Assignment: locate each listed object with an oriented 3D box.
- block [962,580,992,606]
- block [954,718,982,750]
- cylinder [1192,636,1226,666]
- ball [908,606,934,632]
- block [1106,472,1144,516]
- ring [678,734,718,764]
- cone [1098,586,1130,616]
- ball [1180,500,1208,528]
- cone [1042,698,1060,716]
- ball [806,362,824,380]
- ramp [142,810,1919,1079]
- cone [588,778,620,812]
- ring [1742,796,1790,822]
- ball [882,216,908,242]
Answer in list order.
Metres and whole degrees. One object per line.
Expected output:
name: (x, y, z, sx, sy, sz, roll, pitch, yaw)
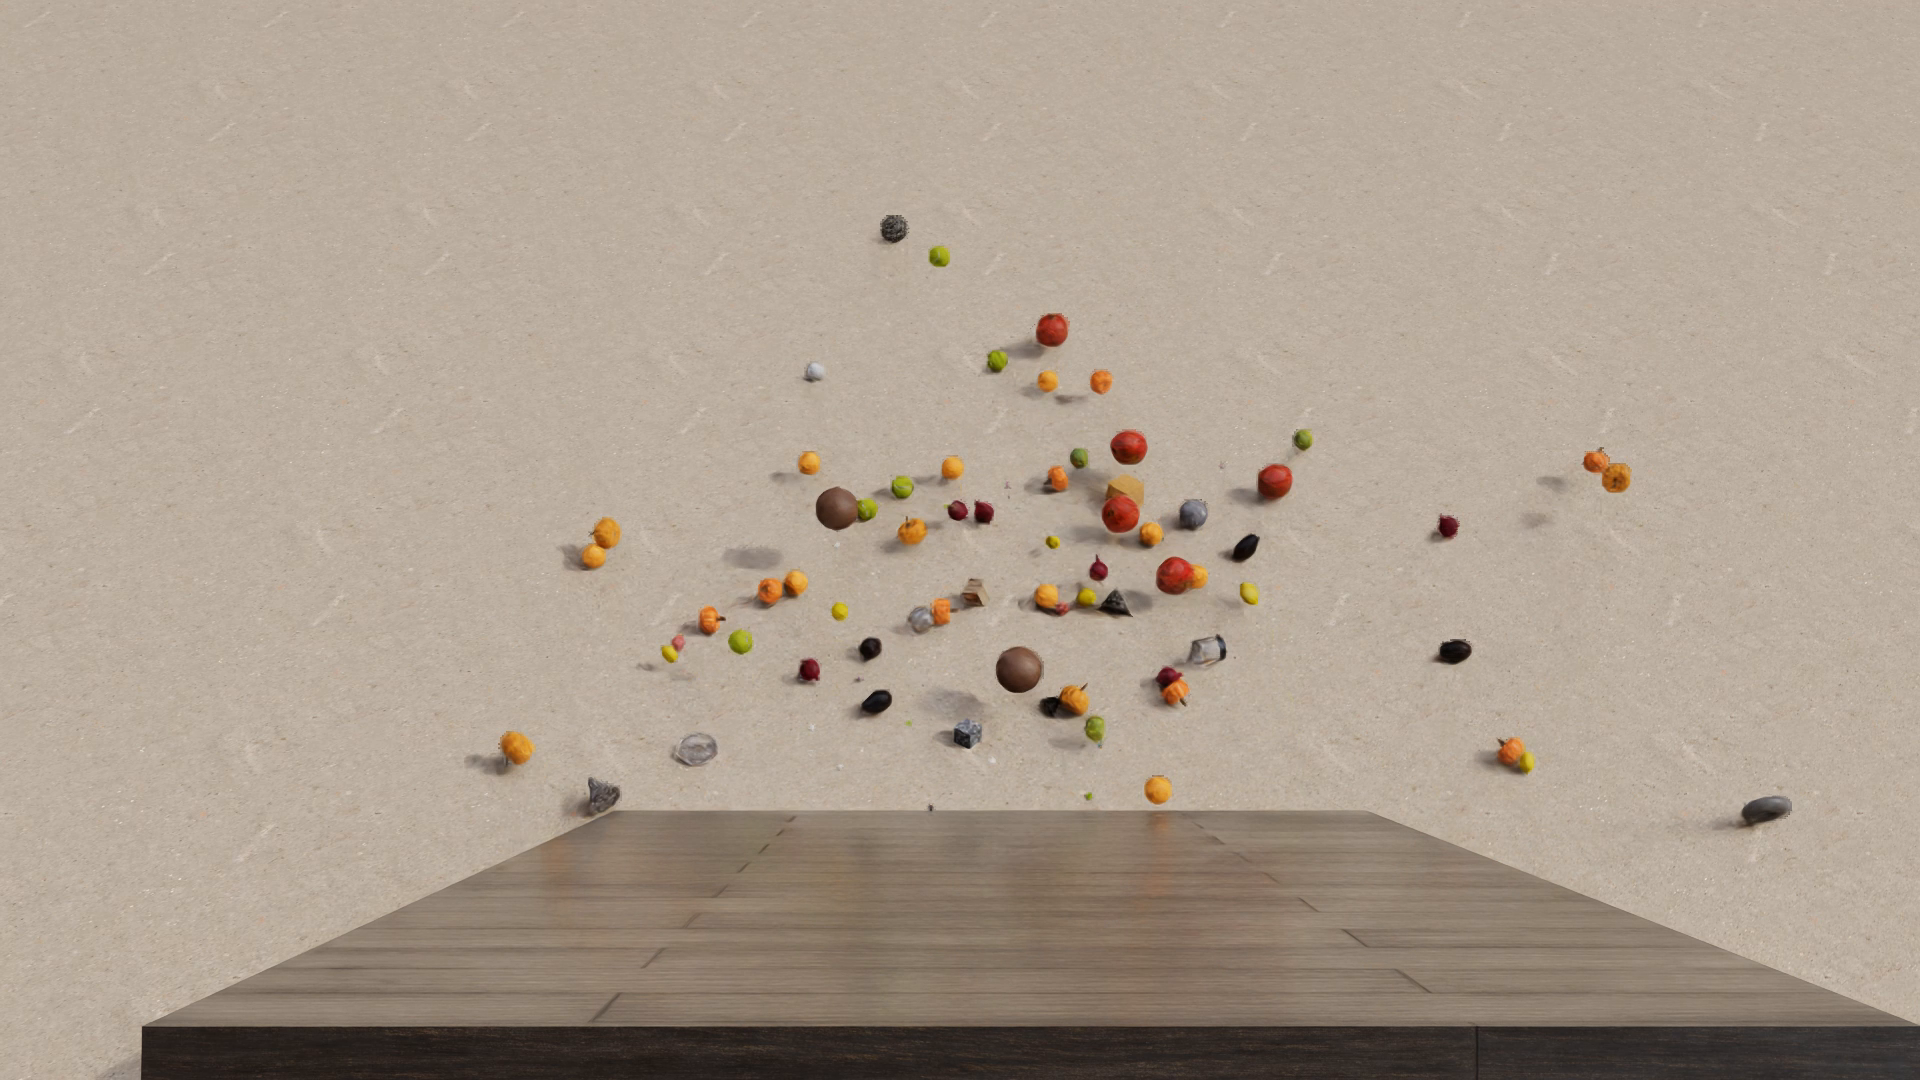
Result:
block: (0.051, 0.158, 7.727, 0.057, 0.057, 0.057, 1, 44, 37)
block: (0.022, 0.539, 7.243, 0.054, 0.054, 0.054, 24, 43, 28)
cylinder: (0.719, 0.319, 7.513, 0.076, 0.076, 0.076, -11, 38, -22)
ball: (-0.114, 0.234, 7.627, 0.076, 0.076, 0.076, 0, 37, 0)
block: (0.517, -0.143, 8.131, 0.082, 0.082, 0.082, -30, 46, -34)
ring: (-0.726, 0.578, 7.205, 0.111, 0.037, 0.111, -1, 37, 1)
cone: (0.473, 0.198, 7.710, 0.090, 0.090, 0.090, 38, 45, 4)
ball: (0.722, -0.080, 8.042, 0.088, 0.088, 0.088, 0, 37, 0)
cone: (0.258, 0.478, 7.349, 0.053, 0.053, 0.053, -1, 64, -2)
ball: (-0.485, -0.565, 8.713, 0.059, 0.059, 0.059, 0, 37, 0)
ramp: (0.081, 0.683, 4.917, 2.000, 0.100, 4.000, 0, -2, 0)
cone: (-0.978, 0.670, 7.009, 0.092, 0.092, 0.092, -25, 53, -29)
ring: (2.151, 0.719, 6.946, 0.126, 0.126, 0.042, -6, 65, -8)
ball: (-0.239, -1.128, 9.438, 0.093, 0.093, 0.093, 0, 37, 0)
